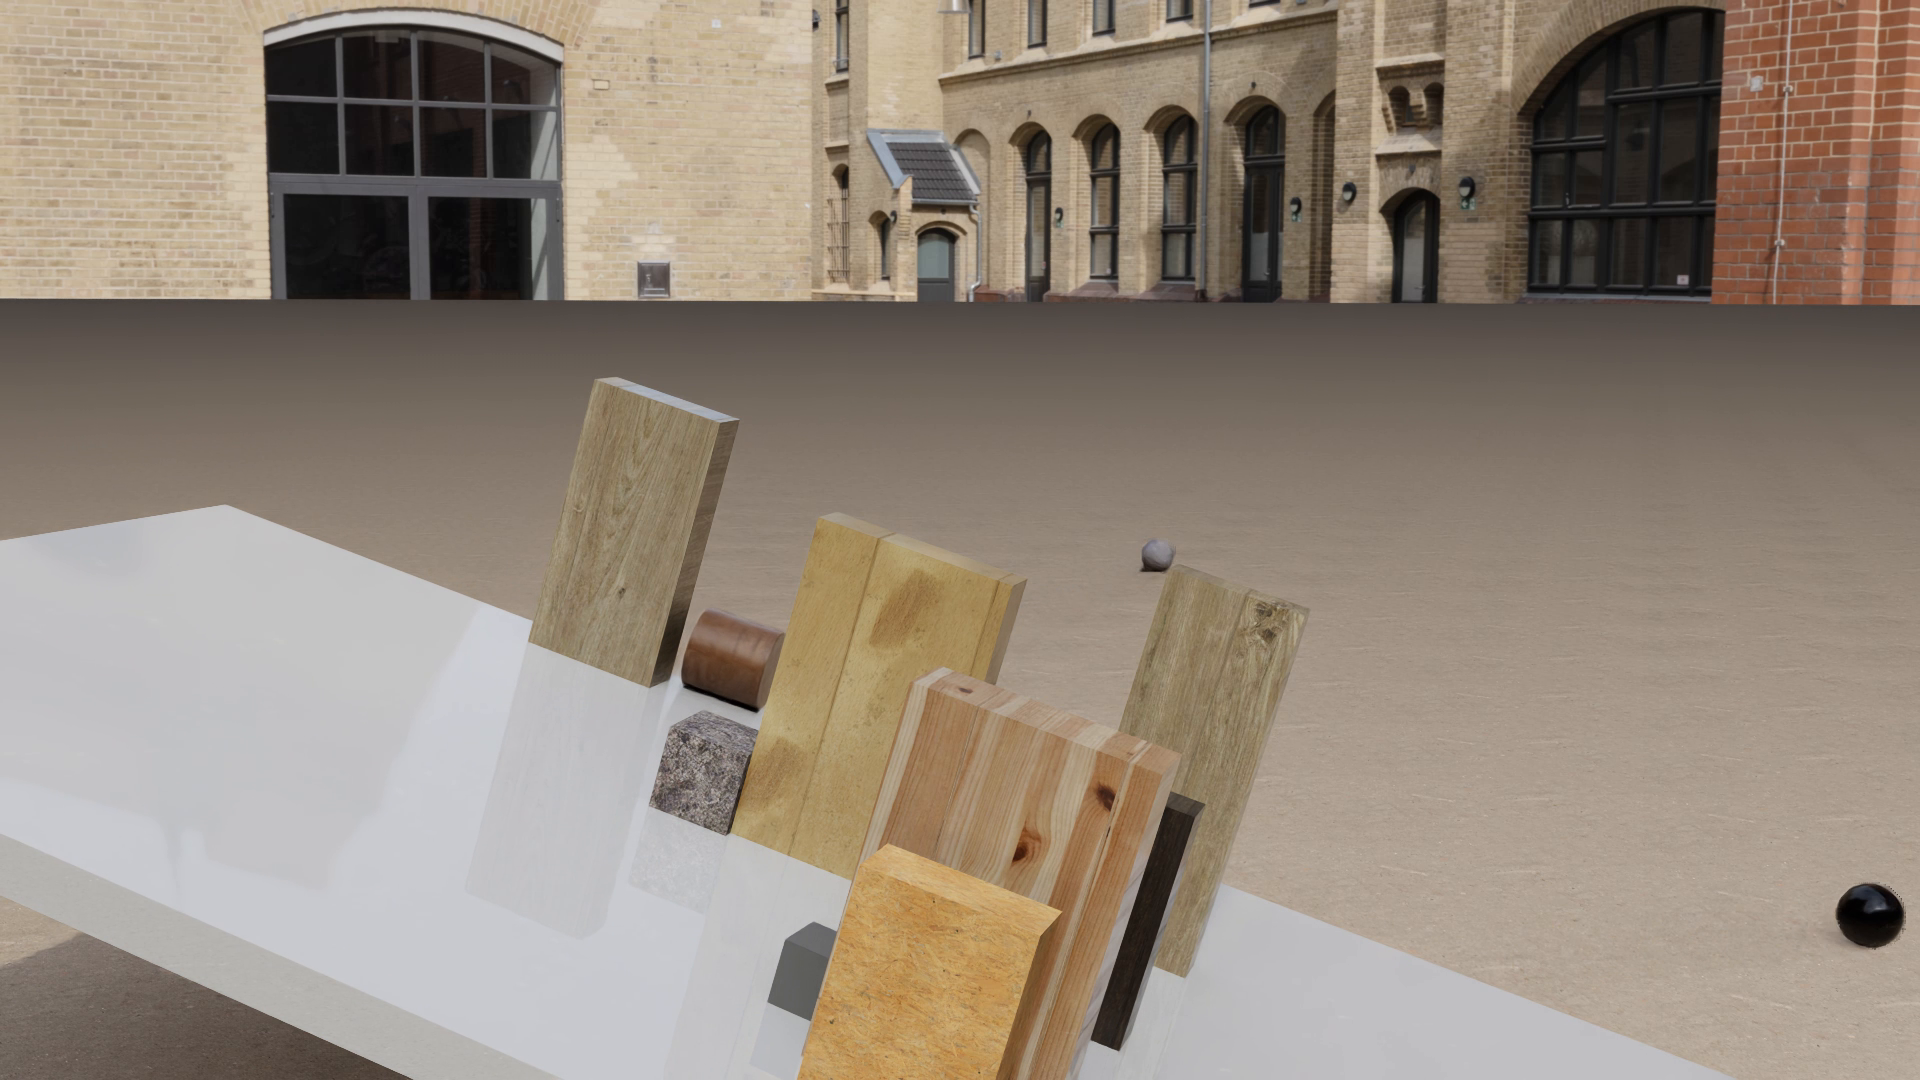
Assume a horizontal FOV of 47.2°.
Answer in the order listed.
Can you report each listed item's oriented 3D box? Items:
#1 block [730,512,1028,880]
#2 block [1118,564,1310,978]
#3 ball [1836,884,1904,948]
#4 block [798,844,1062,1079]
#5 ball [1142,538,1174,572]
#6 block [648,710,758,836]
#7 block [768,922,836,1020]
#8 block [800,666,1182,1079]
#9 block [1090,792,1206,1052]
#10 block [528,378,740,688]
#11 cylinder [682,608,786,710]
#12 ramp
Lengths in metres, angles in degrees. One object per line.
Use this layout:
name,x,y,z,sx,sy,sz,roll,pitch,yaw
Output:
block,-0.165,0.333,4.359,0.412,0.674,0.107,19,12,14
block,0.440,0.458,4.363,0.277,0.771,0.090,19,12,14
ball,2.508,1.035,6.060,0.174,0.174,0.174,0,7,0
block,-0.055,0.718,3.333,0.290,0.418,0.128,19,12,14
ball,1.236,0.096,13.748,0.207,0.207,0.207,0,7,0
block,-0.501,0.473,4.487,0.174,0.174,0.174,19,12,13
block,-0.237,0.739,3.738,0.117,0.117,0.117,20,12,17
block,0.046,0.586,3.509,0.419,0.652,0.149,19,12,14
block,0.169,0.626,3.982,0.421,0.457,0.101,19,12,14
block,-0.776,-0.020,5.217,0.330,0.659,0.117,19,12,14
cylinder,-0.540,0.285,5.275,0.195,0.195,0.195,18,10,8
ramp,-0.369,0.711,4.234,4.000,0.100,2.000,19,12,14
